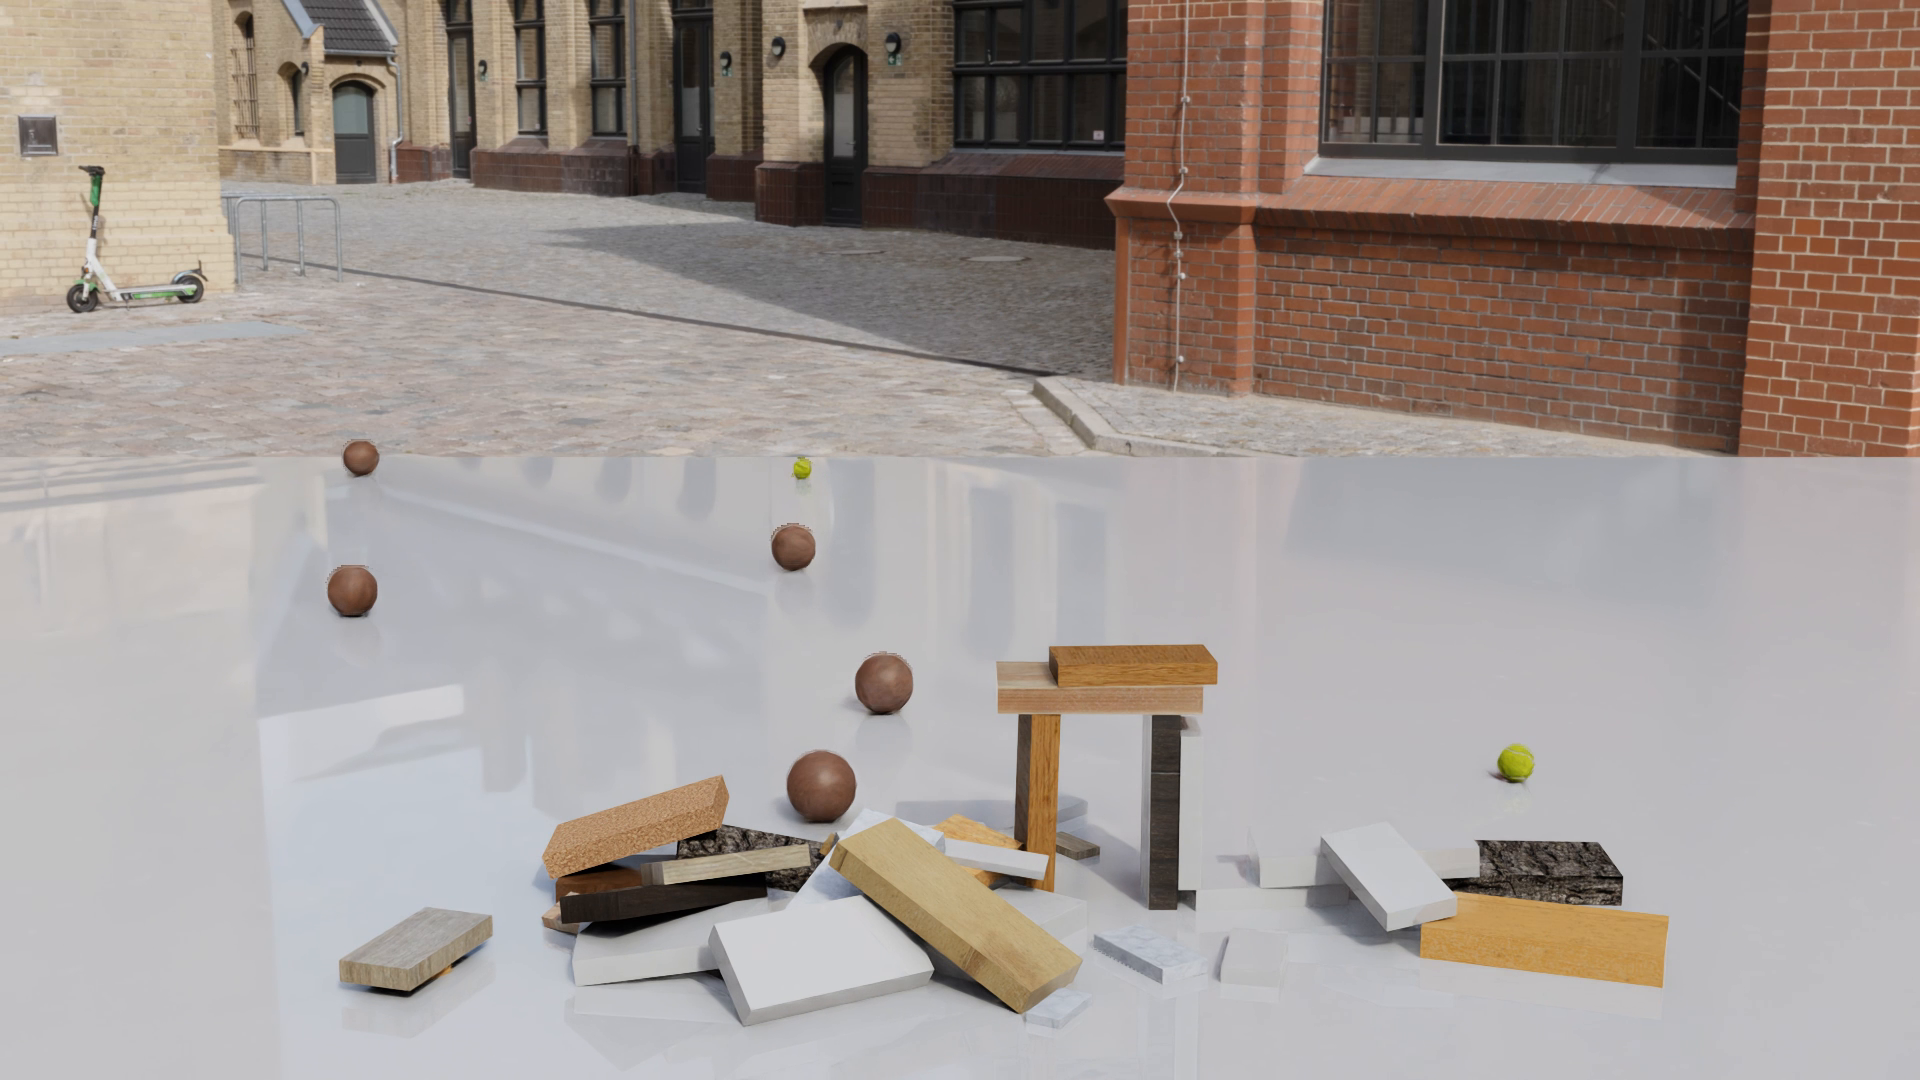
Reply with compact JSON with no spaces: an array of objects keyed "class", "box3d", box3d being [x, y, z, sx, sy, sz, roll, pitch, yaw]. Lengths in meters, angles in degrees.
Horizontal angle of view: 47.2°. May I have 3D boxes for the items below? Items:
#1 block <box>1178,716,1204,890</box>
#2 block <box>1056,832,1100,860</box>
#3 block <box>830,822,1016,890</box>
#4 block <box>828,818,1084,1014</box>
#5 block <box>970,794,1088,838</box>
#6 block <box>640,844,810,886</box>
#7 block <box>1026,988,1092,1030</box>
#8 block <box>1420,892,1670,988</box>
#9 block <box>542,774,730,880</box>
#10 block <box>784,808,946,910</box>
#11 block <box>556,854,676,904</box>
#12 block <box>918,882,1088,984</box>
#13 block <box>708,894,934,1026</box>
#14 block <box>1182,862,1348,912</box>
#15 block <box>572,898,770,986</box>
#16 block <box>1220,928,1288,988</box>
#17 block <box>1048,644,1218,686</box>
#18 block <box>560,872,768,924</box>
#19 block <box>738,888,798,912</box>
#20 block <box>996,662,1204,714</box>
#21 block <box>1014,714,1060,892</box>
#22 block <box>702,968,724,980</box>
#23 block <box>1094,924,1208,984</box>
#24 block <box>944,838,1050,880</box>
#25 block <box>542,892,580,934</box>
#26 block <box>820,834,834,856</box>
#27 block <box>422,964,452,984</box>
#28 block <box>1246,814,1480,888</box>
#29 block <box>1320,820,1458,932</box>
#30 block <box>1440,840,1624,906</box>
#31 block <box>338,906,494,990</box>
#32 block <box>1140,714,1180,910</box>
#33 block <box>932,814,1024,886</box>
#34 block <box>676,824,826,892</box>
[{"class":"block","box3d":[0.373,0.431,3.618,0.036,0.257,0.129,0,11,0]},{"class":"block","box3d":[0.193,0.541,3.891,0.054,0.015,0.107,-8,13,-36]},{"class":"block","box3d":[-0.061,0.534,3.644,0.275,0.039,0.138,0,33,-27]},{"class":"block","box3d":[-0.008,0.557,3.296,0.379,0.042,0.149,34,26,24]},{"class":"block","box3d":[0.073,0.518,3.987,0.086,0.024,0.392,10,14,42]},{"class":"block","box3d":[-0.366,0.507,3.430,0.237,0.034,0.118,-4,-7,-25]},{"class":"block","box3d":[0.144,0.675,3.170,0.054,0.015,0.107,6,12,28]},{"class":"block","box3d":[0.906,0.614,3.402,0.356,0.050,0.178,4,11,19]},{"class":"block","box3d":[-0.540,0.479,3.682,0.297,0.042,0.148,-17,13,4]},{"class":"block","box3d":[-0.156,0.543,3.421,0.145,0.041,0.291,14,40,25]},{"class":"block","box3d":[-0.512,0.569,3.668,0.297,0.042,0.148,0,11,0]},{"class":"block","box3d":[0.054,0.611,3.440,0.149,0.042,0.299,8,13,36]},{"class":"block","box3d":[-0.203,0.609,3.227,0.299,0.042,0.149,-6,49,-30]},{"class":"block","box3d":[0.503,0.573,3.661,0.257,0.036,0.129,-2,11,-8]},{"class":"block","box3d":[-0.435,0.610,3.343,0.291,0.041,0.145,-7,15,-3]},{"class":"block","box3d":[0.451,0.636,3.355,0.086,0.024,0.173,2,11,13]},{"class":"block","box3d":[0.281,0.204,3.586,0.257,0.036,0.129,-1,11,-4]},{"class":"block","box3d":[-0.457,0.553,3.411,0.145,0.041,0.291,-13,-9,43]},{"class":"block","box3d":[-0.239,0.605,3.481,0.275,0.039,0.138,4,11,21]},{"class":"block","box3d":[0.225,0.242,3.607,0.329,0.047,0.165,0,11,0]},{"class":"block","box3d":[0.126,0.426,3.644,0.047,0.329,0.165,1,10,-6]},{"class":"block","box3d":[-0.401,0.632,3.387,0.455,0.020,0.070,10,15,44]},{"class":"block","box3d":[0.291,0.633,3.368,0.086,0.024,0.173,-6,12,-32]},{"class":"block","box3d":[0.046,0.513,3.547,0.189,0.015,0.054,9,23,7]},{"class":"block","box3d":[-0.590,0.597,3.496,0.140,0.020,0.070,4,29,35]},{"class":"block","box3d":[-0.165,0.538,3.679,0.138,0.020,0.069,28,8,3]},{"class":"block","box3d":[-0.847,0.642,3.337,0.140,0.020,0.070,8,13,35]},{"class":"block","box3d":[0.668,0.517,3.667,0.356,0.050,0.178,-3,10,1]},{"class":"block","box3d":[0.677,0.530,3.485,0.118,0.034,0.237,-10,25,-14]},{"class":"block","box3d":[0.913,0.558,3.703,0.356,0.050,0.178,1,11,3]},{"class":"block","box3d":[-0.820,0.616,3.327,0.118,0.034,0.237,3,11,18]},{"class":"block","box3d":[0.331,0.427,3.642,0.047,0.329,0.165,0,11,0]},{"class":"block","box3d":[-0.033,0.533,3.552,0.138,0.039,0.275,20,27,31]},{"class":"block","box3d":[-0.324,0.533,3.675,0.297,0.042,0.148,12,10,-8]}]
